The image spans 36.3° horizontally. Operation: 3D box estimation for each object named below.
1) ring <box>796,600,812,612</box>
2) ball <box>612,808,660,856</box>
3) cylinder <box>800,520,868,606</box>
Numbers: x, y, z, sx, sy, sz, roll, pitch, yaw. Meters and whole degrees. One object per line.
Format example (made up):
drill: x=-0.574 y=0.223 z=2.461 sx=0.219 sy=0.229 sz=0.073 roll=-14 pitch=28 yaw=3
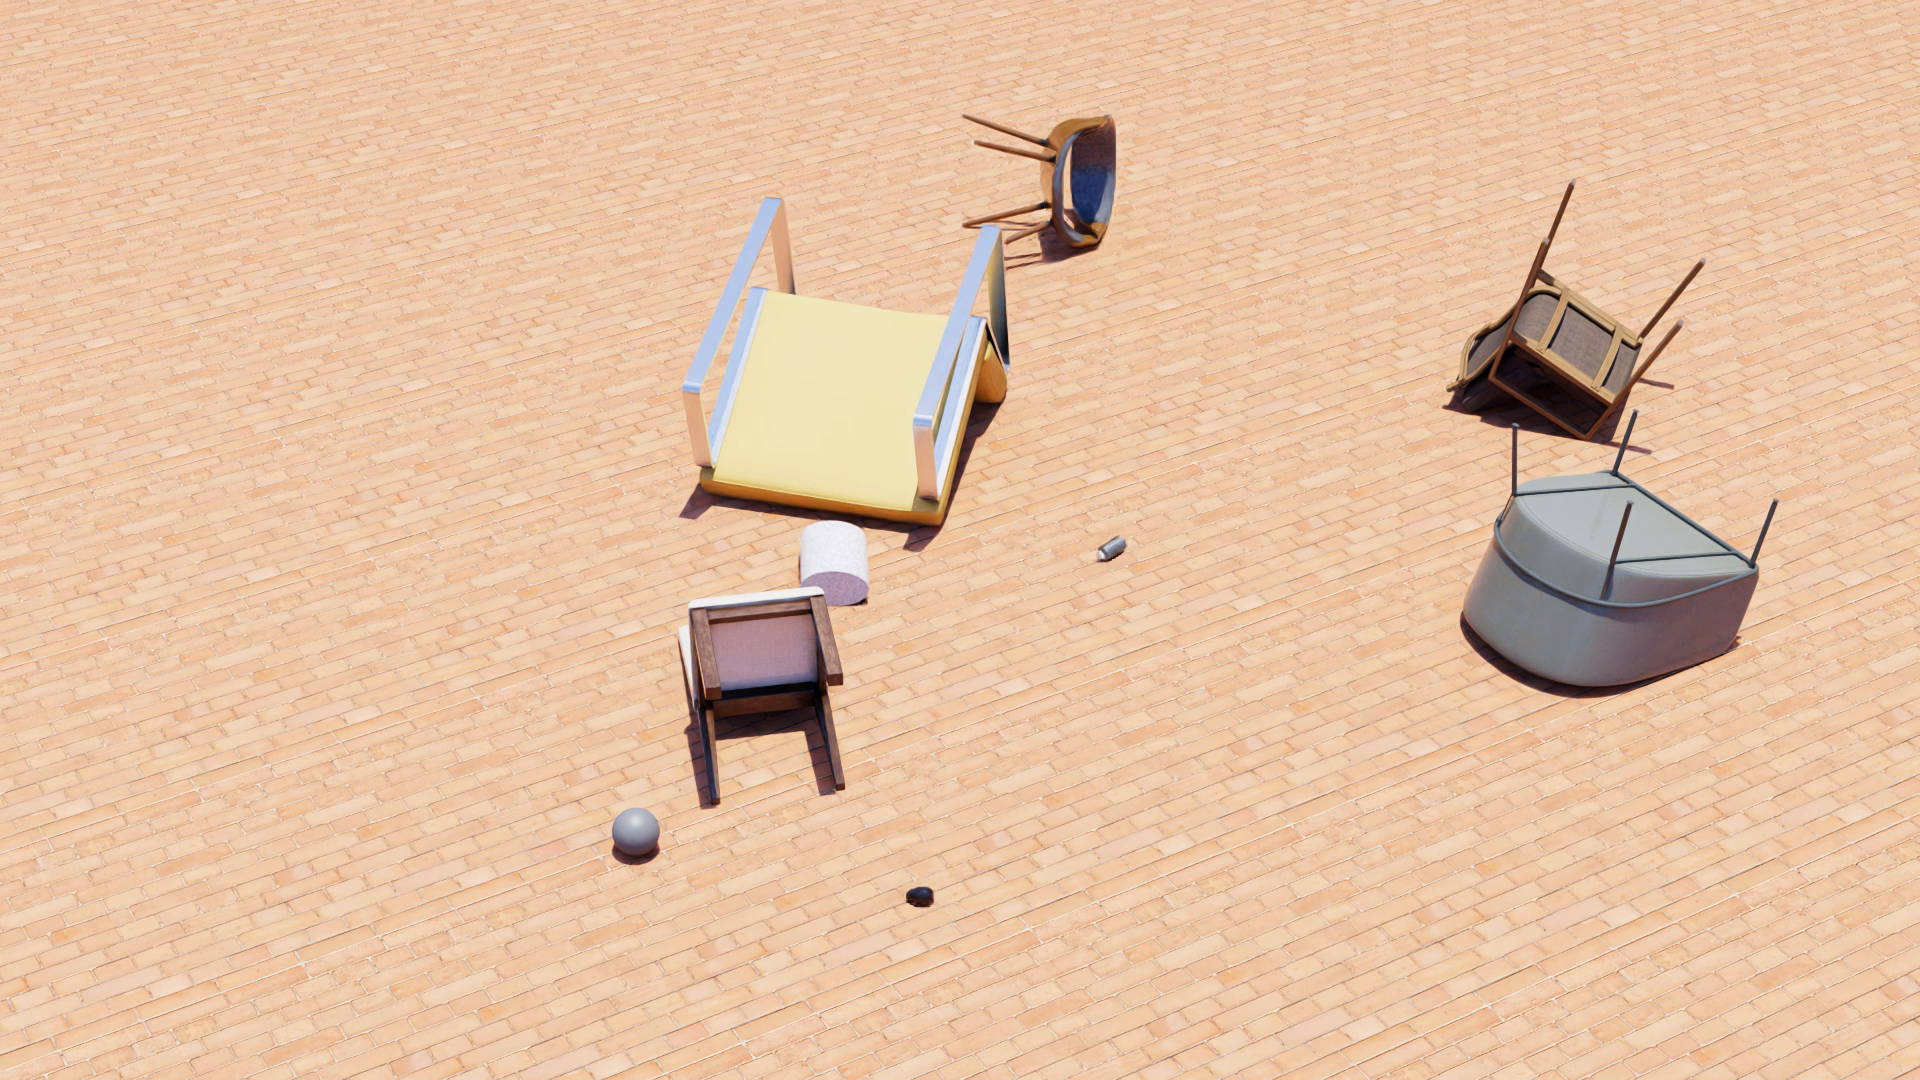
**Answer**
ring: x=-0.562 y=0.240 z=10.562 sx=0.061 sy=0.021 sz=0.068 roll=5 pitch=33 yaw=6
ball: x=-1.038 y=0.933 z=9.388 sx=0.154 sy=0.154 sz=0.154 roll=0 pitch=33 yaw=0
cylinder: x=-0.459 y=0.084 z=10.675 sx=0.246 sy=0.154 sz=0.331 roll=3 pitch=33 yaw=-6
